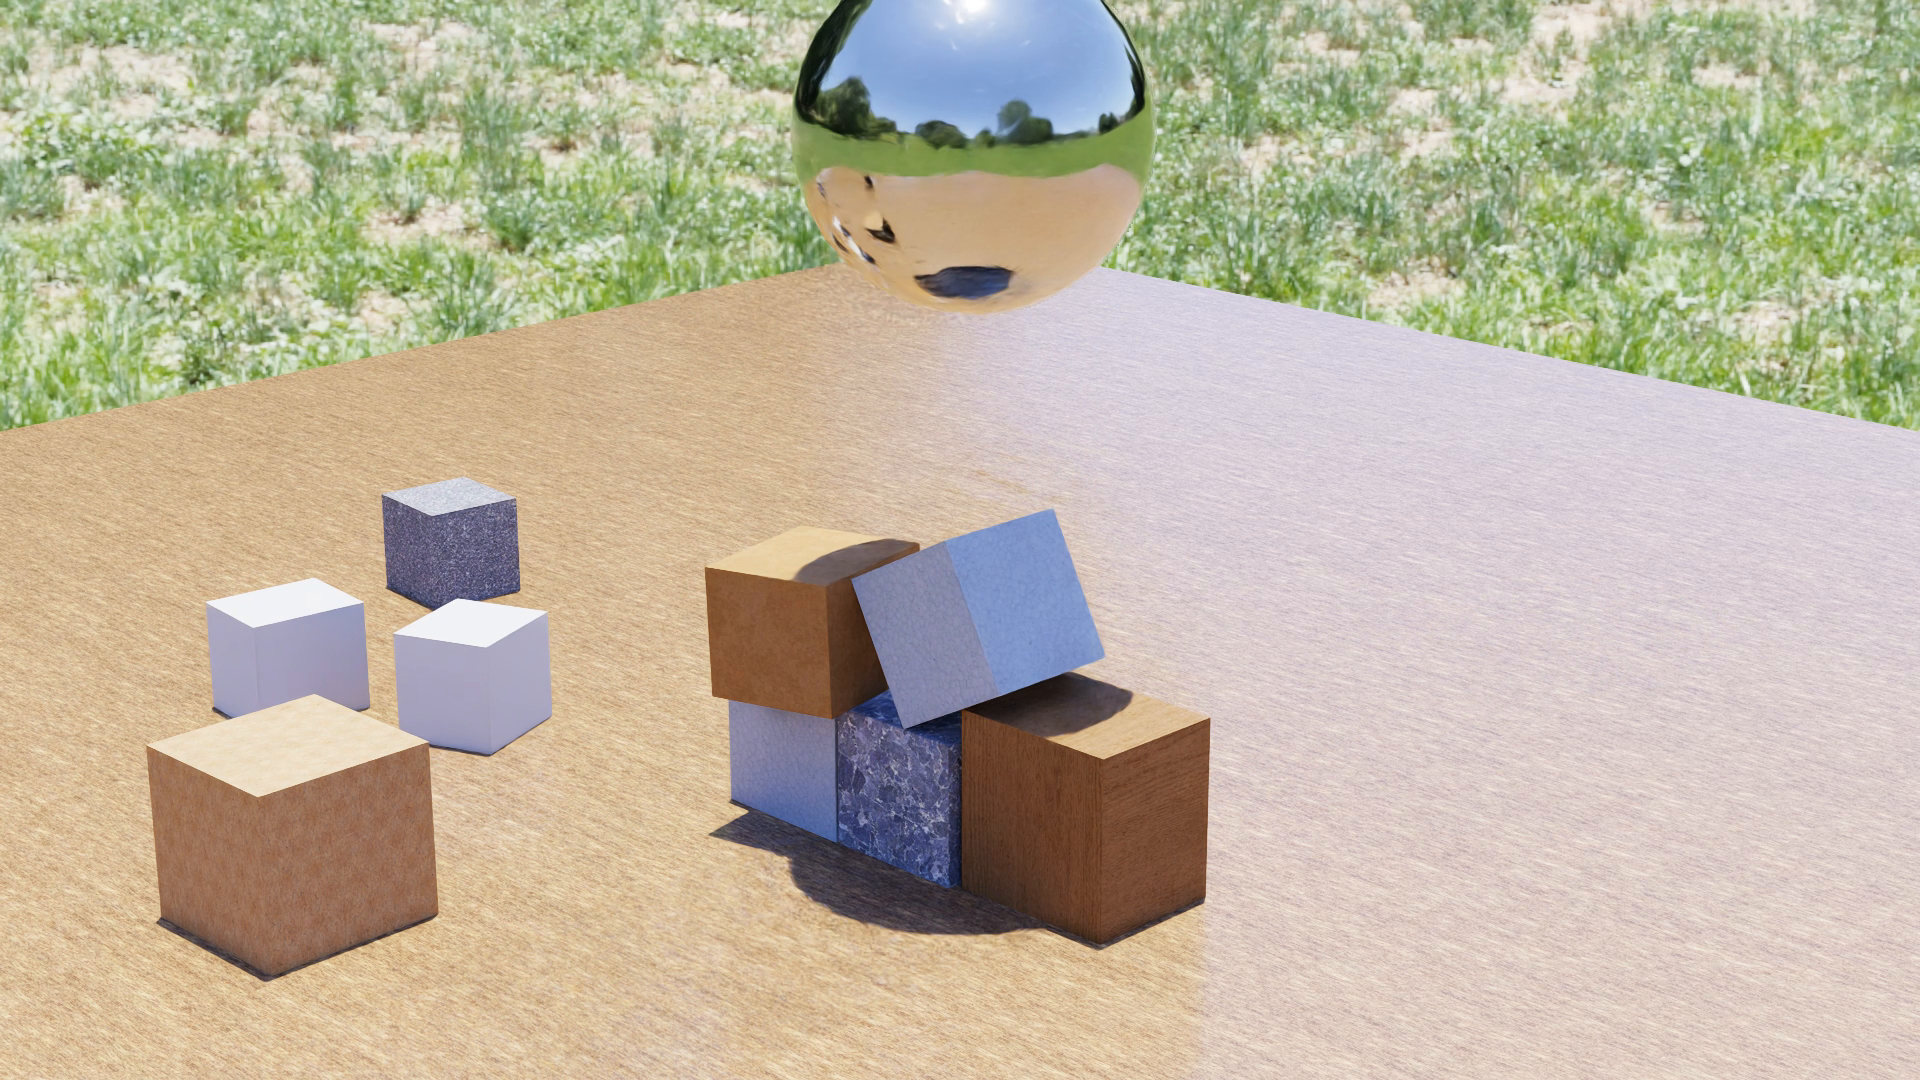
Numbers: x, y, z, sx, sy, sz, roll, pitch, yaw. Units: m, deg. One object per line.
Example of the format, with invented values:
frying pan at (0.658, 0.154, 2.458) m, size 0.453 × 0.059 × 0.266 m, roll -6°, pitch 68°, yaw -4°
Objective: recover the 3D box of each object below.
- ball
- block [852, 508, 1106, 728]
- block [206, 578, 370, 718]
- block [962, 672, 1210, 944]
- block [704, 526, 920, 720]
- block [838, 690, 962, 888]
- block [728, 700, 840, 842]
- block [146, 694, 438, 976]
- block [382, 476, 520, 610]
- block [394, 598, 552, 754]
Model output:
ball at (0.054, -1.790, 12.836) m, size 1.600 × 1.600 × 1.600 m, roll 0°, pitch 17°, yaw 0°
block at (0.084, 0.356, 13.313) m, size 0.700 × 0.722 × 0.681 m, roll -17°, pitch -4°, yaw -43°
block at (-3.538, 0.605, 15.444) m, size 0.633 × 0.585 × 0.536 m, roll -14°, pitch 22°, yaw -38°
block at (0.558, 1.182, 13.140) m, size 0.852 × 0.866 × 0.705 m, roll 17°, pitch 24°, yaw 42°
block at (-0.678, 0.375, 13.821) m, size 0.687 × 0.637 × 0.773 m, roll 8°, pitch 19°, yaw 32°
block at (-0.042, 1.095, 13.709) m, size 0.758 × 0.691 × 0.729 m, roll -17°, pitch 24°, yaw -42°
block at (-0.565, 0.942, 14.236) m, size 0.803 × 0.667 × 0.764 m, roll -16°, pitch 24°, yaw -42°
block at (-2.934, 1.278, 12.913) m, size 0.862 × 0.819 × 0.873 m, roll 16°, pitch 23°, yaw 41°
block at (-3.011, 0.013, 17.352) m, size 0.565 × 0.571 × 0.584 m, roll -14°, pitch 22°, yaw -38°
block at (-2.513, 0.698, 15.163) m, size 0.549 × 0.576 × 0.604 m, roll 7°, pitch 19°, yaw 22°
